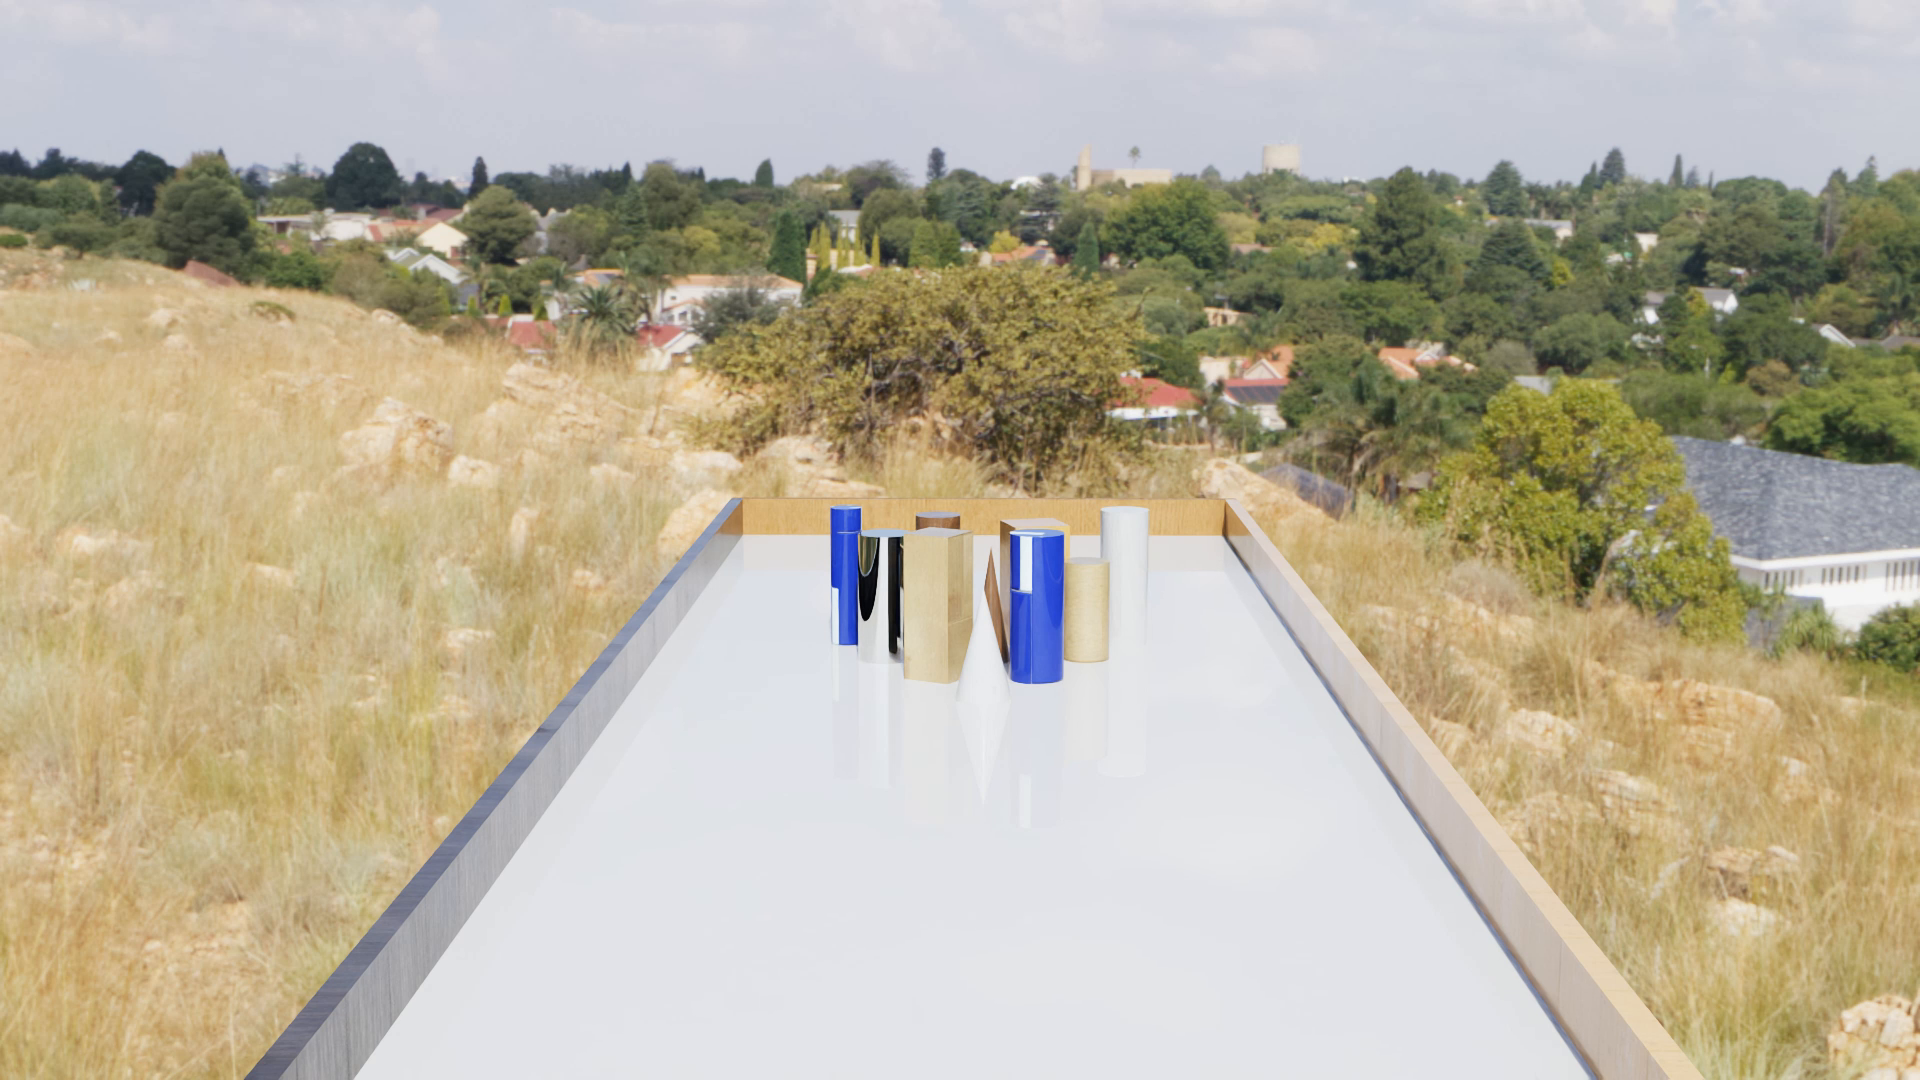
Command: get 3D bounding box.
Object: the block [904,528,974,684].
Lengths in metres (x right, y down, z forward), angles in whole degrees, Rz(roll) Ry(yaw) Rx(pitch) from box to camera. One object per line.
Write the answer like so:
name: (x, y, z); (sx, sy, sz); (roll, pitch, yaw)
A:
block: (-0.062, 0.190, 6.435); (0.147, 0.431, 0.147); (5, 10, 30)

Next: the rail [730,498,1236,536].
rail: (0.099, -0.098, 9.147); (2.100, 0.150, 0.050); (0, 9, 1)

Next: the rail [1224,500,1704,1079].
rail: (1.046, 0.843, 3.208); (0.050, 0.150, 12.000); (0, 9, 1)

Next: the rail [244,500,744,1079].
rail: (-1.004, 0.839, 3.234); (0.050, 0.150, 12.000); (0, 9, 1)

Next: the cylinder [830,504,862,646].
cylinder: (-0.357, 0.111, 6.928); (0.100, 0.433, 0.100); (0, 9, 0)

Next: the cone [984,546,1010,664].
cone: (0.094, 0.193, 6.668); (0.119, 0.352, 0.119); (0, 9, 0)

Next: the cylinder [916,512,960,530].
cylinder: (-0.070, 0.121, 6.951); (0.143, 0.406, 0.143); (0, 9, 0)

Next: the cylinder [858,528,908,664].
cylinder: (-0.229, 0.170, 6.695); (0.165, 0.388, 0.165); (0, 9, 0)

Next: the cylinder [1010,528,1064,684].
cylinder: (0.224, 0.193, 6.413); (0.160, 0.432, 0.160); (0, 9, 0)

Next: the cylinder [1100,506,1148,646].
cylinder: (0.518, 0.114, 6.941); (0.153, 0.423, 0.153); (0, 9, 0)

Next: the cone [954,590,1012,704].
cone: (0.066, 0.290, 6.172); (0.162, 0.316, 0.162); (0, 9, 0)

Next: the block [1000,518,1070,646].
block: (0.234, 0.135, 6.930); (0.176, 0.383, 0.176); (-2, 9, -15)

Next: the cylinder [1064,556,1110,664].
cylinder: (0.383, 0.212, 6.706); (0.145, 0.302, 0.145); (0, 9, 0)
